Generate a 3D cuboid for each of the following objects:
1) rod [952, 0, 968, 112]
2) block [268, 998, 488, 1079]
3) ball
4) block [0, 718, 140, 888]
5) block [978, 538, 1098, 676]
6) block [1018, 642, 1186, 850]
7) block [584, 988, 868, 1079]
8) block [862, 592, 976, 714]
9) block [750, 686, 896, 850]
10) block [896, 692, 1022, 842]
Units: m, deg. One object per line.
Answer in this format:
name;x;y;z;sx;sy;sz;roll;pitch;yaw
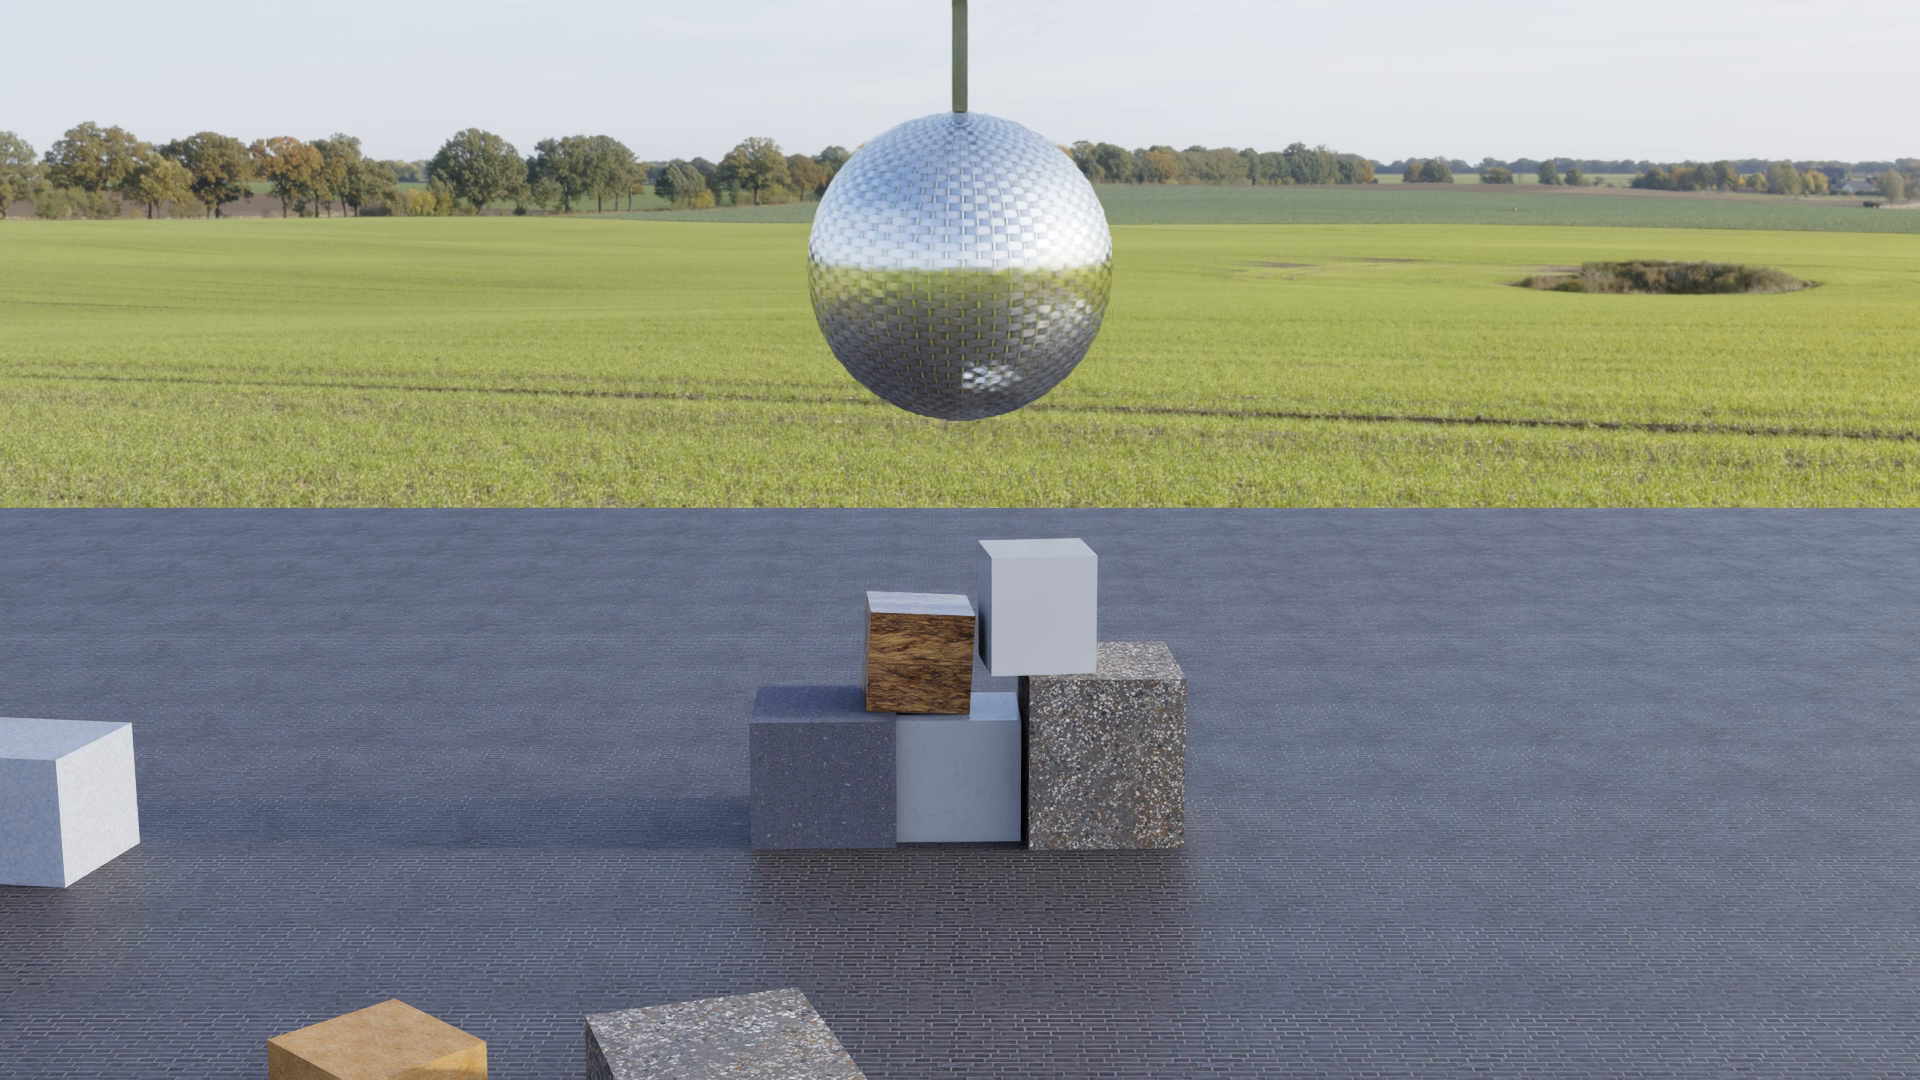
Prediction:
rod;0.000;-4.700;10.558;0.080;5.200;0.080;0;15;0
block;-1.946;1.938;7.385;0.549;0.544;0.490;10;14;42
ball;0.000;-1.422;11.458;1.600;1.600;1.600;0;10;0
block;-4.575;1.275;10.801;0.746;0.627;0.690;2;10;9
block;0.388;0.335;11.165;0.530;0.600;0.487;-1;10;-7
block;0.716;1.047;11.368;0.780;0.873;0.835;0;10;-2
block;-0.738;1.933;6.873;0.708;0.738;0.786;-4;11;-19
block;-0.221;0.576;11.338;0.526;0.512;0.515;2;10;-6
block;-0.693;1.161;11.351;0.728;0.655;0.750;0;10;-1
block;-0.014;1.167;11.377;0.630;0.633;0.573;0;10;-1
